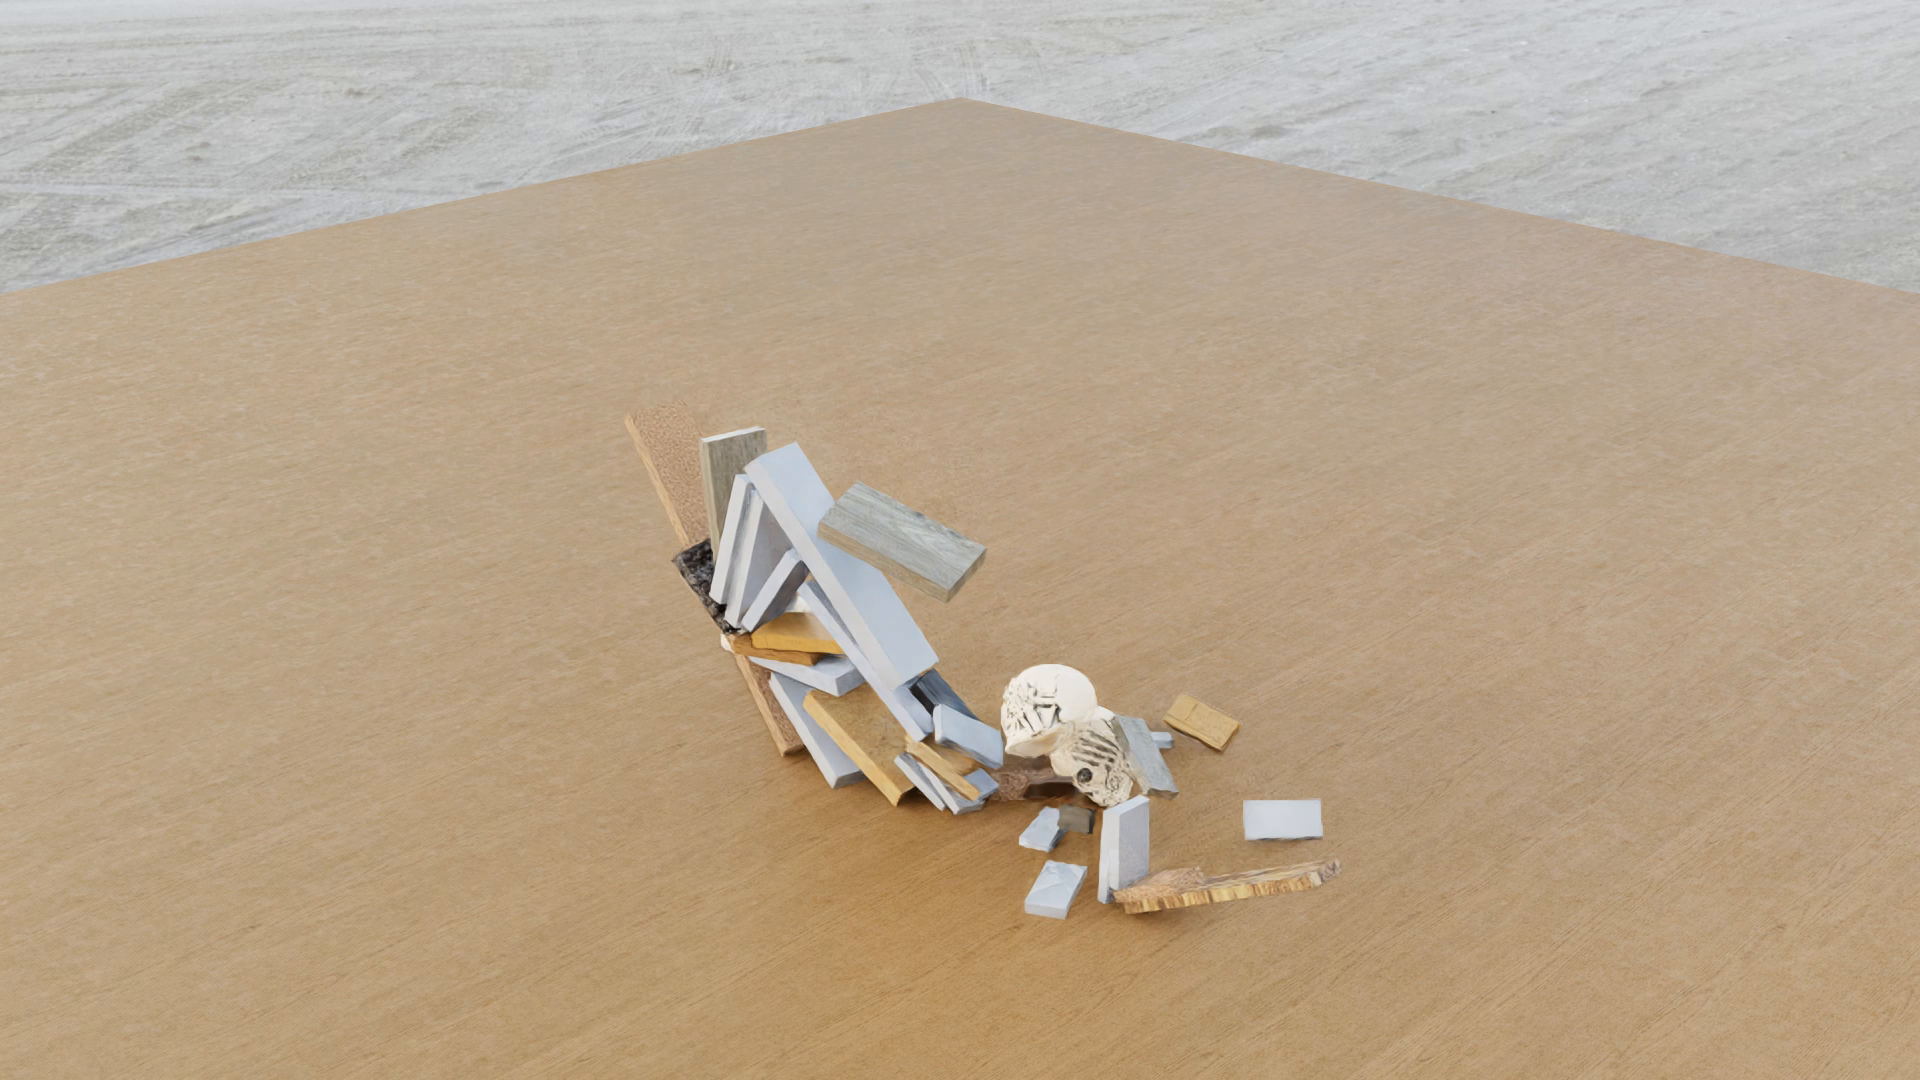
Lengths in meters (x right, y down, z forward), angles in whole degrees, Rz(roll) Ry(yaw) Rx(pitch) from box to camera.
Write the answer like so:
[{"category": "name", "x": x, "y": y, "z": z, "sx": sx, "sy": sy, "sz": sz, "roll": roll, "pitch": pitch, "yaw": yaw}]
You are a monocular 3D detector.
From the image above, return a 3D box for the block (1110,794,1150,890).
[{"category": "block", "x": 0.317, "y": 0.566, "z": 4.110, "sx": 0.082, "sy": 0.164, "sz": 0.023, "roll": -21, "pitch": 30, "yaw": -37}]

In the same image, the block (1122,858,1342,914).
[{"category": "block", "x": 0.482, "y": 0.624, "z": 3.952, "sx": 0.082, "sy": 0.023, "sz": 0.485, "roll": -21, "pitch": 0, "yaw": -40}]

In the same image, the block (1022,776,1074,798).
[{"category": "block", "x": 0.169, "y": 0.477, "z": 4.250, "sx": 0.094, "sy": 0.047, "sz": 0.013, "roll": 1, "pitch": 49, "yaw": -21}]

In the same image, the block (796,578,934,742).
[{"category": "block", "x": -0.175, "y": 0.233, "z": 4.498, "sx": 0.396, "sy": 0.031, "sz": 0.109, "roll": 52, "pitch": 33, "yaw": 5}]

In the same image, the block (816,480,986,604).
[{"category": "block", "x": -0.116, "y": 0.004, "z": 4.358, "sx": 0.301, "sy": 0.043, "sz": 0.151, "roll": 28, "pitch": 45, "yaw": 15}]

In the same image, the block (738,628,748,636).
[{"category": "block", "x": -0.501, "y": 0.105, "z": 4.758, "sx": 0.203, "sy": 0.029, "sz": 0.102, "roll": 46, "pitch": 54, "yaw": 2}]

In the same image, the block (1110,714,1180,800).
[{"category": "block", "x": 0.363, "y": 0.426, "z": 4.331, "sx": 0.075, "sy": 0.021, "sz": 0.193, "roll": 13, "pitch": 37, "yaw": -35}]

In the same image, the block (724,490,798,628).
[{"category": "block", "x": -0.395, "y": 0.035, "z": 4.626, "sx": 0.151, "sy": 0.301, "sz": 0.043, "roll": -8, "pitch": 32, "yaw": -42}]

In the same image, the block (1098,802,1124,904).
[{"category": "block", "x": 0.299, "y": 0.586, "z": 4.134, "sx": 0.079, "sy": 0.188, "sz": 0.022, "roll": -16, "pitch": 28, "yaw": -39}]

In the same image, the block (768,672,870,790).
[{"category": "block", "x": -0.267, "y": 0.384, "z": 4.644, "sx": 0.151, "sy": 0.043, "sz": 0.301, "roll": -13, "pitch": 51, "yaw": -30}]

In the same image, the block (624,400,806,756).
[{"category": "block", "x": -0.502, "y": 0.070, "z": 4.829, "sx": 0.141, "sy": 0.040, "sz": 0.858, "roll": -16, "pitch": 69, "yaw": -32}]

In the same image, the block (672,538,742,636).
[{"category": "block", "x": -0.518, "y": 0.101, "z": 4.705, "sx": 0.102, "sy": 0.029, "sz": 0.203, "roll": -28, "pitch": 79, "yaw": -47}]

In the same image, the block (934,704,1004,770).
[{"category": "block", "x": 0.017, "y": 0.399, "z": 4.459, "sx": 0.163, "sy": 0.023, "sz": 0.081, "roll": 28, "pitch": 41, "yaw": -31}]

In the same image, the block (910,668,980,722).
[{"category": "block", "x": -0.027, "y": 0.345, "z": 4.505, "sx": 0.163, "sy": 0.023, "sz": 0.081, "roll": 49, "pitch": 33, "yaw": 0}]

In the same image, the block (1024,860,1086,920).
[{"category": "block", "x": 0.182, "y": 0.663, "z": 4.171, "sx": 0.079, "sy": 0.022, "sz": 0.158, "roll": 7, "pitch": 24, "yaw": 16}]

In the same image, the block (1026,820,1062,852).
[{"category": "block", "x": 0.166, "y": 0.581, "z": 4.326, "sx": 0.047, "sy": 0.013, "sz": 0.094, "roll": 8, "pitch": 24, "yaw": 18}]

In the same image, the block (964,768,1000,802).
[{"category": "block", "x": 0.012, "y": 0.474, "z": 4.483, "sx": 0.131, "sy": 0.019, "sz": 0.066, "roll": 40, "pitch": 33, "yaw": 20}]

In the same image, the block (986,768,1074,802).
[{"category": "block", "x": 0.141, "y": 0.505, "z": 4.540, "sx": 0.179, "sy": 0.023, "sz": 0.081, "roll": -3, "pitch": 23, "yaw": -7}]

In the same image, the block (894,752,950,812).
[{"category": "block", "x": -0.059, "y": 0.486, "z": 4.493, "sx": 0.146, "sy": 0.021, "sz": 0.073, "roll": 44, "pitch": 38, "yaw": 21}]

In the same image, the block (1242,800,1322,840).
[{"category": "block", "x": 0.635, "y": 0.551, "z": 4.330, "sx": 0.150, "sy": 0.075, "sz": 0.021, "roll": -1, "pitch": -19, "yaw": -1}]

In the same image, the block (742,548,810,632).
[{"category": "block", "x": -0.364, "y": 0.092, "z": 4.552, "sx": 0.031, "sy": 0.219, "sz": 0.109, "roll": 44, "pitch": 36, "yaw": 12}]

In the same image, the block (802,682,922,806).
[{"category": "block", "x": -0.173, "y": 0.409, "z": 4.575, "sx": 0.151, "sy": 0.043, "sz": 0.301, "roll": -23, "pitch": 59, "yaw": -43}]

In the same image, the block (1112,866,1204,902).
[{"category": "block", "x": 0.368, "y": 0.641, "z": 4.095, "sx": 0.082, "sy": 0.023, "sz": 0.164, "roll": -21, "pitch": 0, "yaw": -39}]

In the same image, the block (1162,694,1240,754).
[{"category": "block", "x": 0.518, "y": 0.393, "z": 4.715, "sx": 0.150, "sy": 0.021, "sz": 0.075, "roll": 27, "pitch": 68, "yaw": 30}]

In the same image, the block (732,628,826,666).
[{"category": "block", "x": -0.367, "y": 0.217, "z": 4.636, "sx": 0.203, "sy": 0.029, "sz": 0.102, "roll": 7, "pitch": 29, "yaw": 33}]

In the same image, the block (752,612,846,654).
[{"category": "block", "x": -0.313, "y": 0.192, "z": 4.590, "sx": 0.219, "sy": 0.031, "sz": 0.109, "roll": 2, "pitch": 26, "yaw": 28}]

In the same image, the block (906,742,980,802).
[{"category": "block", "x": -0.035, "y": 0.458, "z": 4.353, "sx": 0.157, "sy": 0.022, "sz": 0.079, "roll": 39, "pitch": -10, "yaw": -9}]

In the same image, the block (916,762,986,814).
[{"category": "block", "x": -0.018, "y": 0.493, "z": 4.473, "sx": 0.073, "sy": 0.021, "sz": 0.146, "roll": -6, "pitch": 47, "yaw": -44}]

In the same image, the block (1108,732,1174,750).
[{"category": "block", "x": 0.386, "y": 0.430, "z": 4.703, "sx": 0.131, "sy": 0.019, "sz": 0.066, "roll": -2, "pitch": 8, "yaw": -4}]

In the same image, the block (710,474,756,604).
[{"category": "block", "x": -0.432, "y": -0.006, "z": 4.627, "sx": 0.141, "sy": 0.282, "sz": 0.040, "roll": -7, "pitch": 31, "yaw": -42}]

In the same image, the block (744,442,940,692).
[{"category": "block", "x": -0.241, "y": 0.051, "z": 4.495, "sx": 0.043, "sy": 0.543, "sz": 0.151, "roll": -36, "pitch": -4, "yaw": 32}]

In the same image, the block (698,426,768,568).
[{"category": "block", "x": -0.468, "y": -0.088, "z": 4.678, "sx": 0.141, "sy": 0.282, "sz": 0.040, "roll": -15, "pitch": 18, "yaw": -32}]

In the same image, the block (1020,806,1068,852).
[{"category": "block", "x": 0.175, "y": 0.576, "z": 4.380, "sx": 0.066, "sy": 0.019, "sz": 0.131, "roll": 11, "pitch": 25, "yaw": 23}]

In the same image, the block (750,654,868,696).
[{"category": "block", "x": -0.298, "y": 0.242, "z": 4.642, "sx": 0.151, "sy": 0.043, "sz": 0.302, "roll": -28, "pitch": 30, "yaw": -35}]

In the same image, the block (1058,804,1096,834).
[{"category": "block", "x": 0.225, "y": 0.539, "z": 4.249, "sx": 0.013, "sy": 0.047, "sz": 0.094, "roll": 9, "pitch": -3, "yaw": -36}]

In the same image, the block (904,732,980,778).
[{"category": "block", "x": -0.034, "y": 0.428, "z": 4.474, "sx": 0.146, "sy": 0.021, "sz": 0.073, "roll": 34, "pitch": 31, "yaw": 25}]
